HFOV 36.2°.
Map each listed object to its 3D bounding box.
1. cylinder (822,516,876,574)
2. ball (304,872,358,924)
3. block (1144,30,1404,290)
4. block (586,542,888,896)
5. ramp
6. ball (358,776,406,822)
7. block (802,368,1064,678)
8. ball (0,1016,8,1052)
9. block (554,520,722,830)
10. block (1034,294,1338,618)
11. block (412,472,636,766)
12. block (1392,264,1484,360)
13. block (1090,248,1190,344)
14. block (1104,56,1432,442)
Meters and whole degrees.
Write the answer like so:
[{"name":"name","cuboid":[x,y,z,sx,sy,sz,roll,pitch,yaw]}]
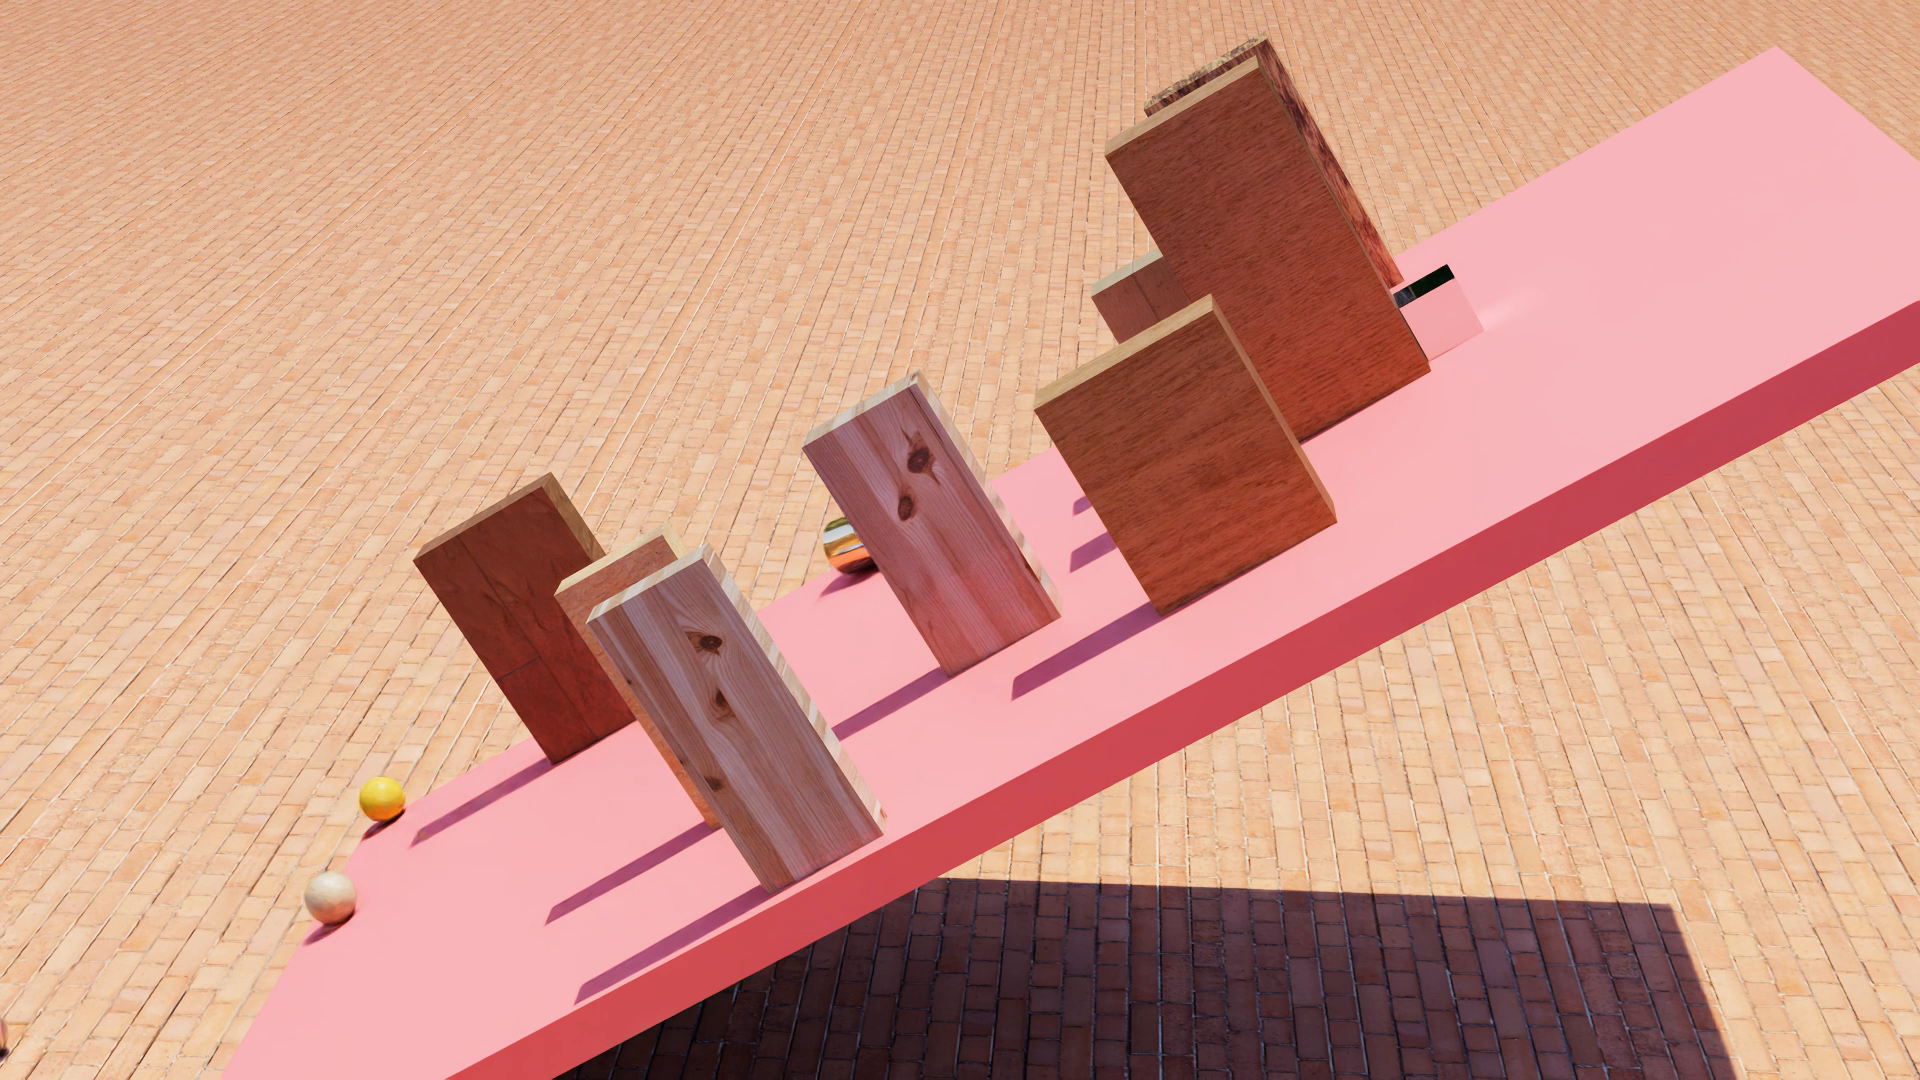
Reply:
[{"name":"cylinder","cuboid":[-0.237,-0.001,7.141,0.138,0.138,0.138,-21,2,40]},{"name":"ball","cuboid":[-1.492,0.848,6.972,0.124,0.124,0.124,0,19,0]},{"name":"block","cuboid":[0.724,-0.804,6.779,0.320,0.647,0.111,-29,15,12]},{"name":"block","cuboid":[-0.407,0.334,5.425,0.253,0.626,0.087,-29,15,12]},{"name":"ramp","cuboid":[0.142,0.168,6.287,4.000,0.100,2.000,-29,15,12]},{"name":"ball","cuboid":[-1.487,0.667,7.565,0.117,0.117,0.117,0,19,0]},{"name":"block","cuboid":[-0.053,-0.032,5.999,0.270,0.573,0.107,-29,15,12]},{"name":"ball","cuboid":[-2.210,1.119,6.659,0.108,0.108,0.108,0,19,0]},{"name":"block","cuboid":[-0.546,0.278,5.965,0.260,0.590,0.089,-29,15,12]},{"name":"block","cuboid":[0.430,-0.159,5.610,0.386,0.480,0.126,-29,15,12]},{"name":"block","cuboid":[-0.985,0.193,7.101,0.374,0.611,0.117,-29,15,12]},{"name":"block","cuboid":[1.003,-0.478,6.170,0.130,0.130,0.130,-29,15,11]},{"name":"block","cuboid":[0.519,-0.448,6.504,0.290,0.413,0.113,-29,15,12]},{"name":"block","cuboid":[0.637,-0.586,6.082,0.357,0.730,0.142,-29,15,12]}]
